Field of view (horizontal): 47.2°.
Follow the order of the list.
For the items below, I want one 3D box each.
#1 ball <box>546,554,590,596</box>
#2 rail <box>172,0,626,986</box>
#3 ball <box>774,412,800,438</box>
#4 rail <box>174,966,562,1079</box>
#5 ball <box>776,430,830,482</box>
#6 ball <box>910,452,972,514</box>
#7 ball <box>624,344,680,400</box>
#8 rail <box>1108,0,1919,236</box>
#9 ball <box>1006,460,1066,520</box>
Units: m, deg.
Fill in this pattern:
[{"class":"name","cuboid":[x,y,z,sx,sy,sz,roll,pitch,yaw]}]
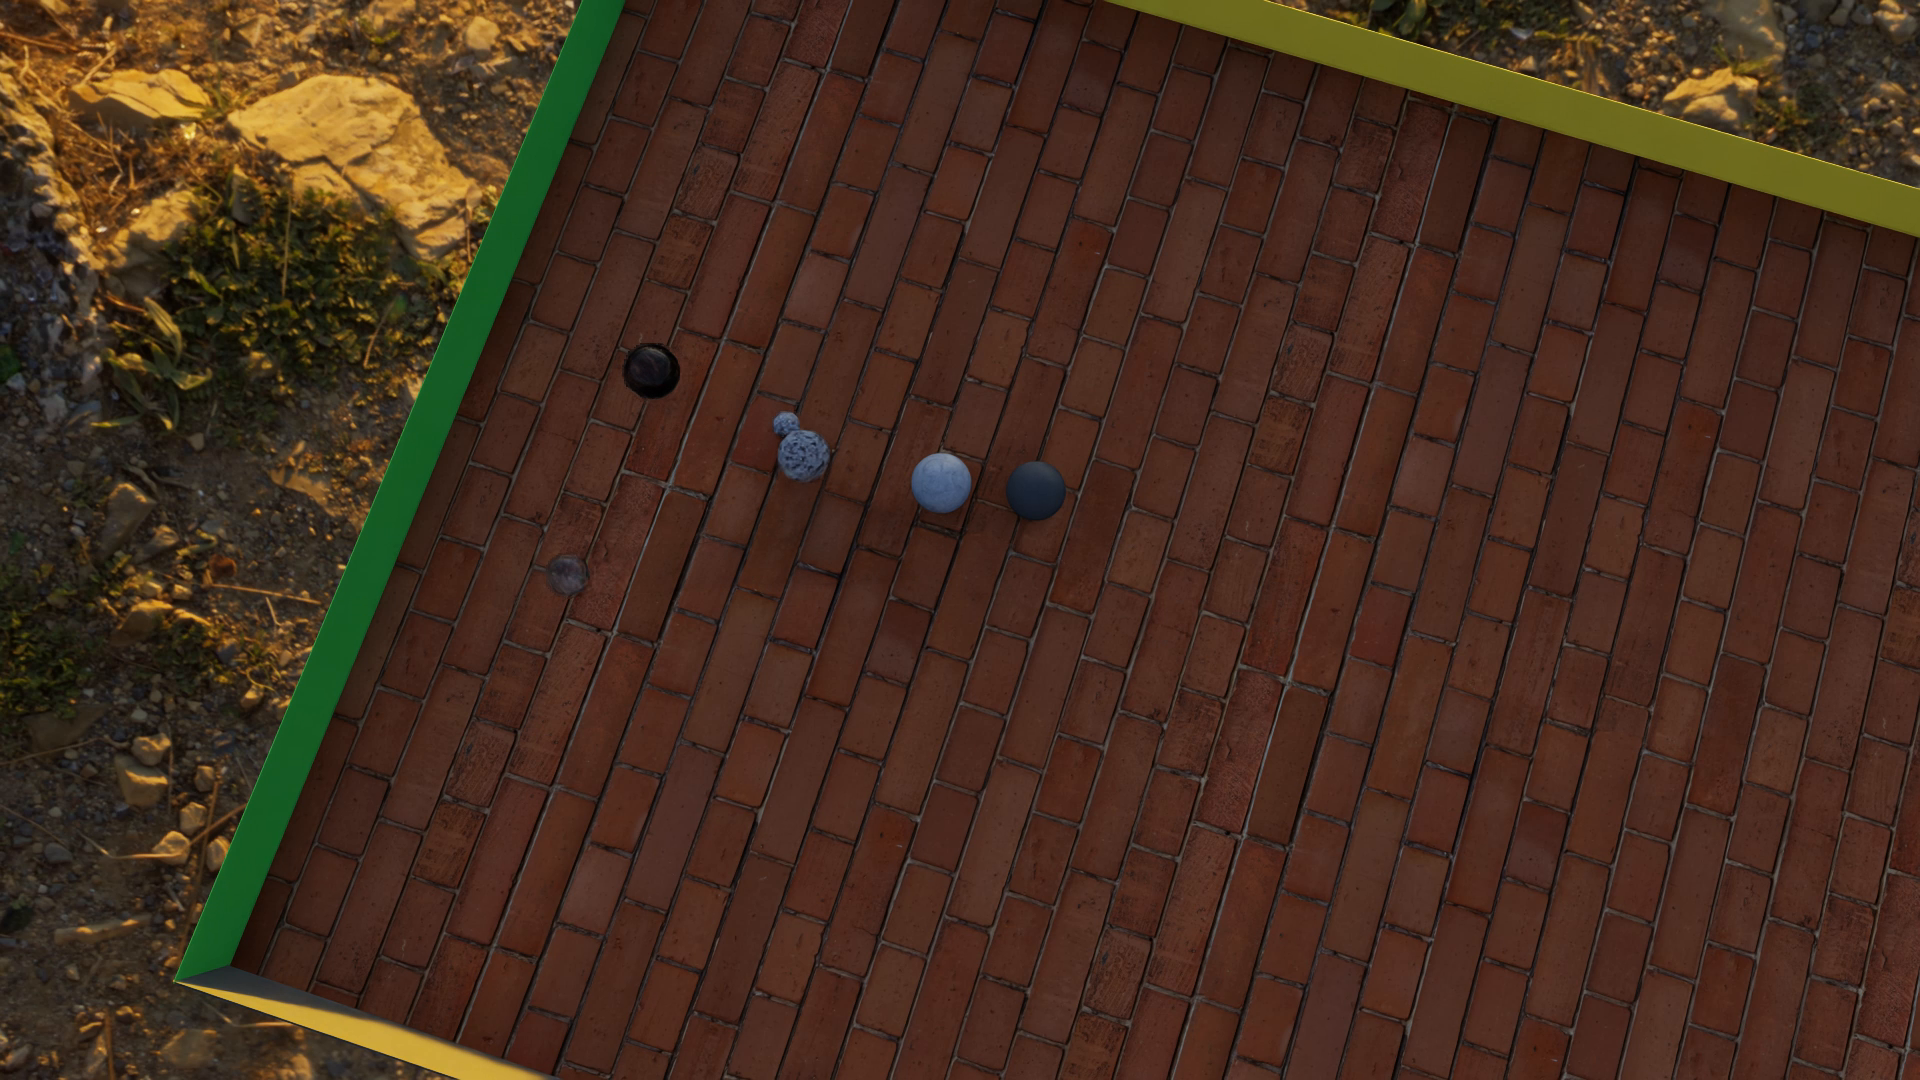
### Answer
[{"class":"ball","cuboid":[-0.597,0.053,3.349,0.064,0.064,0.064,0,74,0]},{"class":"rail","cuboid":[-0.781,-0.252,3.404,0.045,0.121,1.965,17,75,5]},{"class":"ball","cuboid":[-0.270,-0.179,3.426,0.042,0.042,0.042,0,74,0]},{"class":"rail","cuboid":[0.506,1.123,3.015,3.382,0.121,0.045,17,75,5]},{"class":"ball","cuboid":[-0.242,-0.129,3.391,0.081,0.081,0.081,0,74,0]},{"class":"ball","cuboid":[-0.029,-0.087,3.373,0.093,0.093,0.093,0,74,0]},{"class":"ball","cuboid":[-0.480,-0.262,3.426,0.086,0.086,0.086,0,74,0]},{"class":"rail","cuboid":[1.101,-0.631,3.512,3.382,0.121,0.045,17,75,5]},{"class":"ball","cuboid":[0.116,-0.075,3.371,0.092,0.092,0.092,0,74,0]}]
